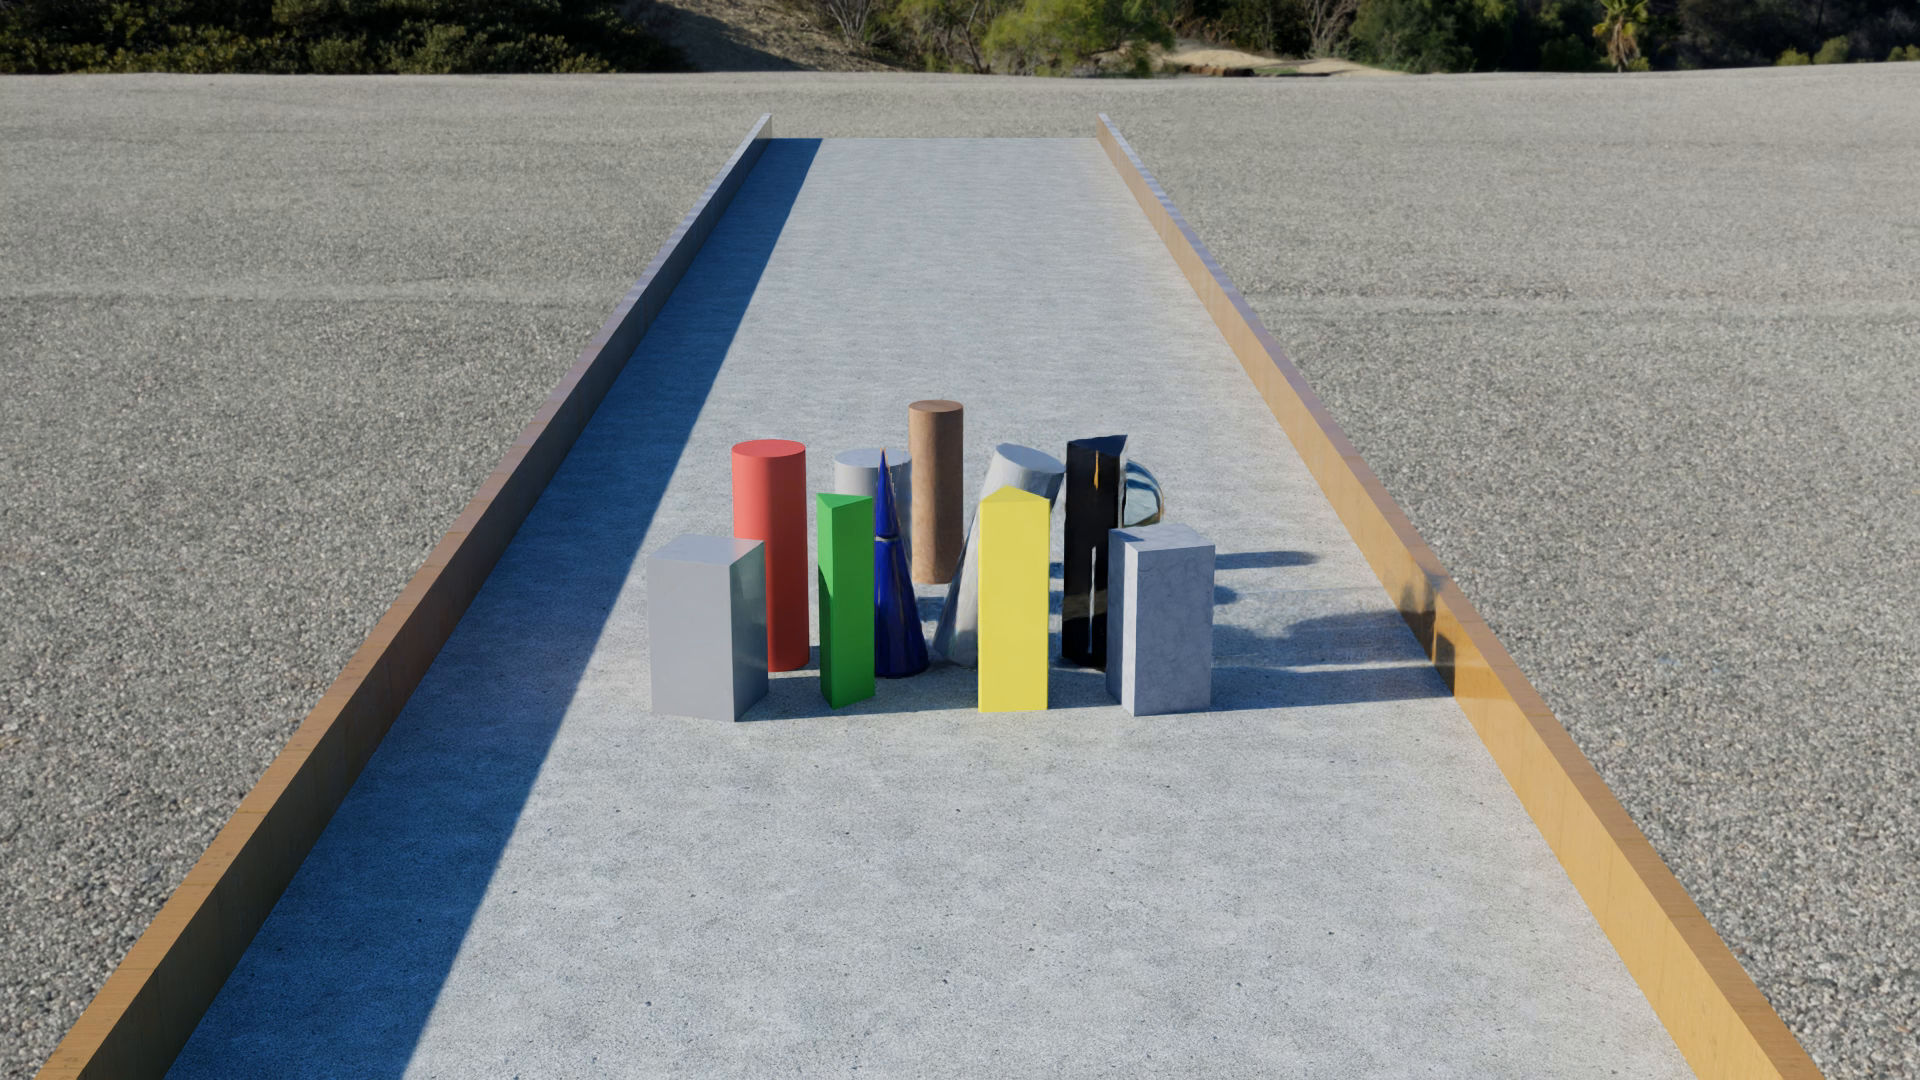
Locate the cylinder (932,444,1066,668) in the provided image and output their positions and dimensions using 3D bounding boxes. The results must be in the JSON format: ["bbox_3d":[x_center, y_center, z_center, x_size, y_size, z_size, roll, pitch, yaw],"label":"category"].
[{"bbox_3d":[0.075,0.034,4.328,0.143,0.425,0.143,16,19,-6],"label":"cylinder"}]

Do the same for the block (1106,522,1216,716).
[{"bbox_3d":[0.377,0.149,4.159,0.153,0.323,0.153,-5,17,-16],"label":"block"}]

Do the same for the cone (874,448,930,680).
[{"bbox_3d":[-0.139,0.035,4.297,0.138,0.455,0.138,-2,19,1],"label":"cone"}]

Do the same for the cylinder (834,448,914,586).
[{"bbox_3d":[-0.182,-0.009,4.660,0.164,0.341,0.164,0,17,0],"label":"cylinder"}]

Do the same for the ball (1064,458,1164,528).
[{"bbox_3d":[0.312,-0.066,4.442,0.202,0.202,0.202,0,17,0],"label":"ball"}]

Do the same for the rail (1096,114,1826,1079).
[{"bbox_3d":[0.932,-0.844,7.801,0.050,0.150,12.000,0,17,-1],"label":"rail"}]

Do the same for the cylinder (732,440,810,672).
[{"bbox_3d":[-0.374,0.031,4.354,0.144,0.439,0.144,0,17,0],"label":"cylinder"}]

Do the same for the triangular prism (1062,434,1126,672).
[{"bbox_3d":[0.287,0.022,4.319,0.124,0.459,0.107,19,30,37],"label":"triangular prism"}]

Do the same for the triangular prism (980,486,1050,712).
[{"bbox_3d":[0.095,0.110,4.140,0.129,0.409,0.112,-2,17,-6],"label":"triangular prism"}]

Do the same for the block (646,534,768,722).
[{"bbox_3d":[-0.474,0.163,4.143,0.168,0.305,0.168,5,17,17],"label":"block"}]

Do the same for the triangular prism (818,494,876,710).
[{"bbox_3d":[-0.234,0.110,4.162,0.094,0.395,0.108,16,23,42],"label":"triangular prism"}]

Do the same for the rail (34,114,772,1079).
[{"bbox_3d":[-1.118,-0.838,7.780,0.050,0.150,12.000,0,17,-1],"label":"rail"}]

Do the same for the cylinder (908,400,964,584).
[{"bbox_3d":[-0.053,-0.107,4.896,0.121,0.393,0.121,0,17,0],"label":"cylinder"}]
